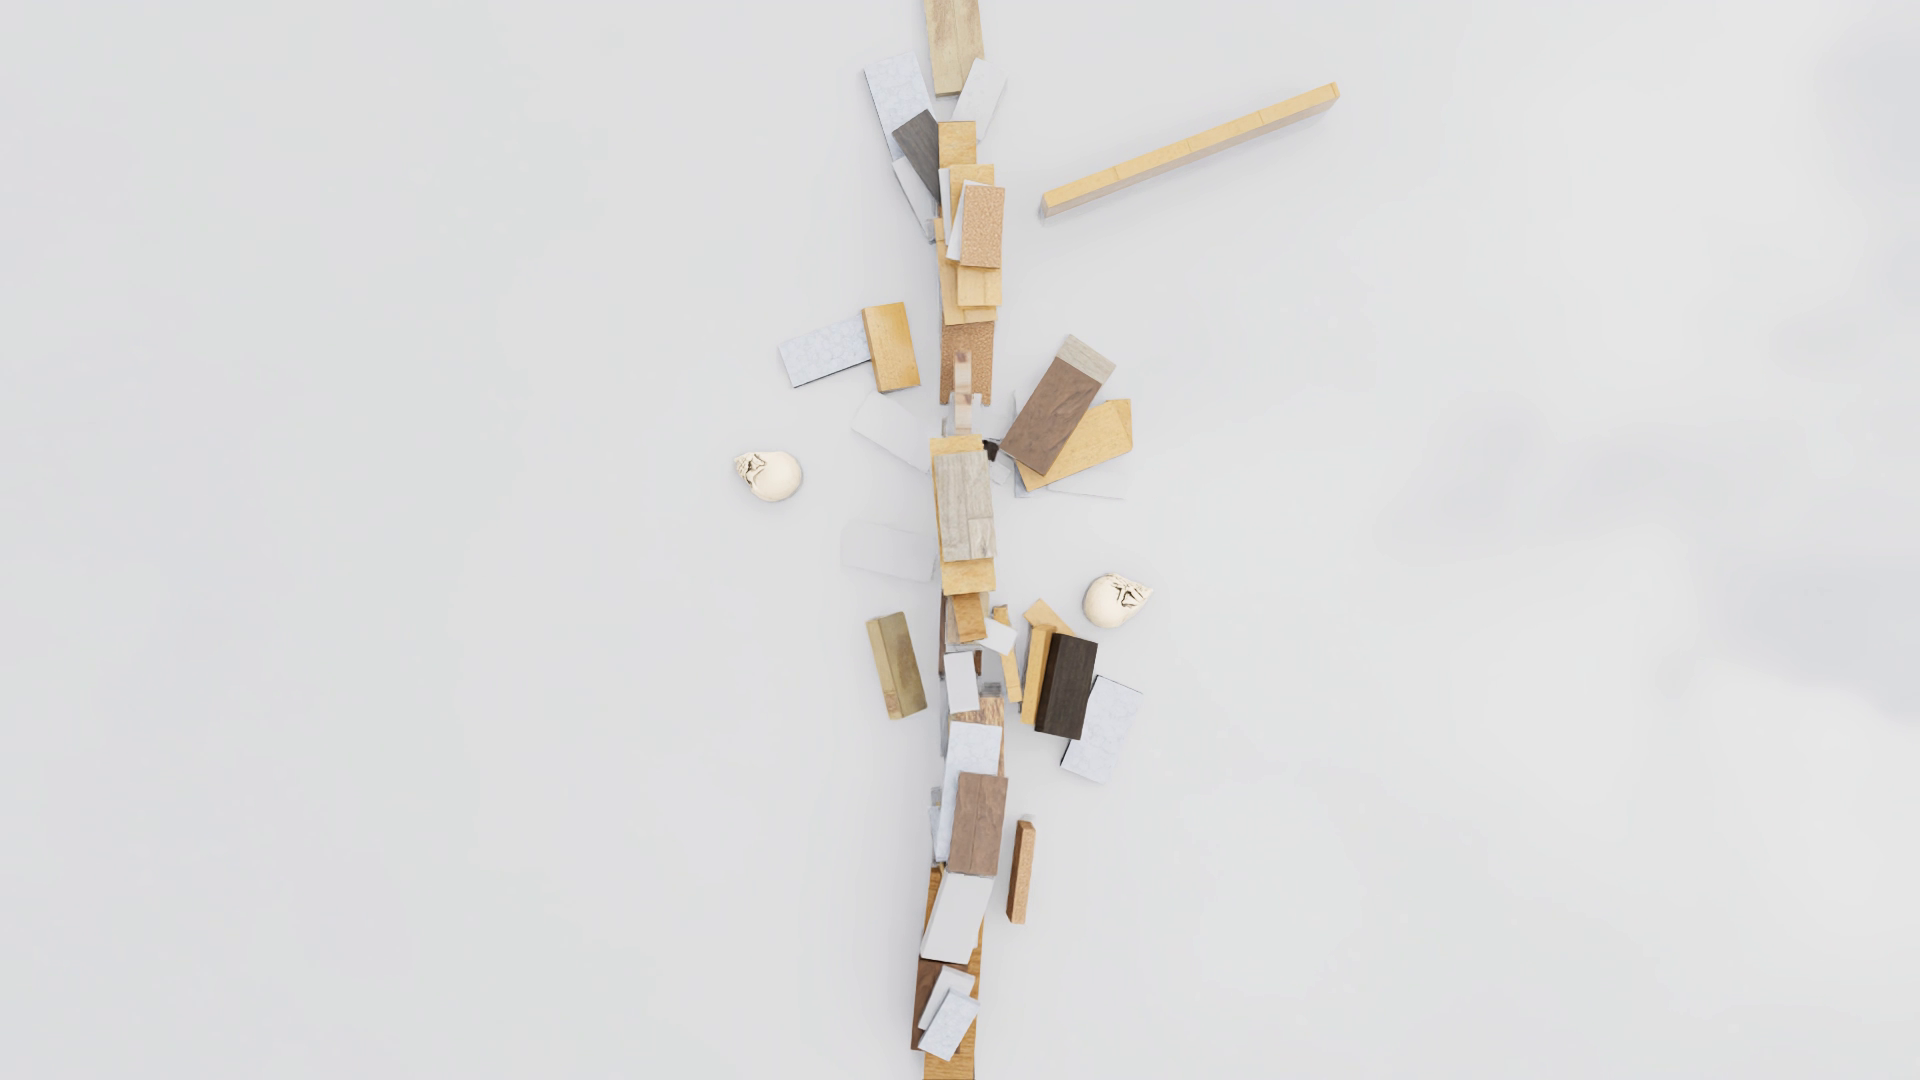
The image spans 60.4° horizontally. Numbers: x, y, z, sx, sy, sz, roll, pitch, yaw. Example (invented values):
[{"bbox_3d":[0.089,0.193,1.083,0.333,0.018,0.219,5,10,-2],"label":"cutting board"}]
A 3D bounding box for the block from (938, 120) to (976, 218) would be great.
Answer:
[{"bbox_3d":[-0.001,-1.039,5.365,0.119,0.034,0.627,-2,110,-2],"label":"block"}]

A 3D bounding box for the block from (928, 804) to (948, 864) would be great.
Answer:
[{"bbox_3d":[-0.045,0.938,5.283,0.089,0.025,0.178,-7,69,-5],"label":"block"}]

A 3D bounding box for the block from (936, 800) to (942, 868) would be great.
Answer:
[{"bbox_3d":[-0.004,0.988,5.351,0.140,0.040,0.280,-1,90,0],"label":"block"}]

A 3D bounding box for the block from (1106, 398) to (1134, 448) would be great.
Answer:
[{"bbox_3d":[0.530,-0.386,5.489,0.081,0.023,0.162,-3,90,0],"label":"block"}]

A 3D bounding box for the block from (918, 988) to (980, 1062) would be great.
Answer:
[{"bbox_3d":[-0.034,1.554,5.287,0.111,0.031,0.222,26,104,-6],"label":"block"}]

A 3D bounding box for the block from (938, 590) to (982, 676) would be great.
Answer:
[{"bbox_3d":[0.003,0.303,5.368,0.138,0.039,0.276,2,67,0],"label":"block"}]

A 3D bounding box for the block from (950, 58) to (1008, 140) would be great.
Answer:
[{"bbox_3d":[0.060,-1.456,5.444,0.119,0.034,0.239,21,106,-8],"label":"block"}]

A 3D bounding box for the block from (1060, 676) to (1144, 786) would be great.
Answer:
[{"bbox_3d":[0.471,0.631,5.477,0.163,0.046,0.327,23,90,0],"label":"block"}]

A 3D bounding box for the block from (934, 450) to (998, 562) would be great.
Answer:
[{"bbox_3d":[0.017,-0.103,5.107,0.166,0.047,0.331,-6,85,0],"label":"block"}]

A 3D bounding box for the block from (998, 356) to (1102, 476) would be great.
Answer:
[{"bbox_3d":[0.296,-0.404,5.410,0.177,0.050,0.355,32,88,6],"label":"block"}]

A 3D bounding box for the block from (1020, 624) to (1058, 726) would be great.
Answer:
[{"bbox_3d":[0.259,0.439,5.406,0.044,0.155,0.310,9,95,17],"label":"block"}]

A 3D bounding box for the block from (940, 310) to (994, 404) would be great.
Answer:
[{"bbox_3d":[0.023,-0.618,5.419,0.170,0.048,0.340,2,110,-1],"label":"block"}]

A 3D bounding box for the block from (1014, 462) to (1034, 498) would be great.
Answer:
[{"bbox_3d":[0.212,-0.201,5.492,0.059,0.017,0.117,-1,90,0],"label":"block"}]

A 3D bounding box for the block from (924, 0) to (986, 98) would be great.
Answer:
[{"bbox_3d":[-0.015,-1.661,5.475,0.177,0.050,0.354,-7,90,0],"label":"block"}]

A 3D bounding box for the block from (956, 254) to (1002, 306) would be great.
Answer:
[{"bbox_3d":[0.060,-0.877,5.189,0.140,0.040,0.279,-1,94,-2],"label":"block"}]

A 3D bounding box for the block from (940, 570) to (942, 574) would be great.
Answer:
[{"bbox_3d":[0.000,0.051,5.444,0.126,0.036,0.251,-1,108,-1],"label":"block"}]

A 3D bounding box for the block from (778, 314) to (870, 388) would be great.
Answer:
[{"bbox_3d":[-0.438,-0.627,5.479,0.297,0.042,0.149,-20,90,0],"label":"block"}]

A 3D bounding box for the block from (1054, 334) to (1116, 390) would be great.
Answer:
[{"bbox_3d":[0.418,-0.593,5.487,0.188,0.027,0.094,34,90,0],"label":"block"}]

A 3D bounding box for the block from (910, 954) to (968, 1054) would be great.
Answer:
[{"bbox_3d":[-0.067,1.505,5.347,0.162,0.046,0.323,5,105,0],"label":"block"}]

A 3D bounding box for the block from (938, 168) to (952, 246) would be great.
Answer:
[{"bbox_3d":[0.003,-1.064,5.250,0.119,0.034,0.238,-5,94,-2],"label":"block"}]

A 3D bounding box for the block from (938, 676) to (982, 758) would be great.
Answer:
[{"bbox_3d":[0.003,0.582,5.436,0.138,0.039,0.276,-1,109,0],"label":"block"}]

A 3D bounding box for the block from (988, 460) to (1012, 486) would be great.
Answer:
[{"bbox_3d":[0.107,-0.237,5.492,0.117,0.017,0.059,32,90,0],"label":"block"}]

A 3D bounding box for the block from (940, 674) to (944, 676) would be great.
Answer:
[{"bbox_3d":[0.002,0.400,5.446,0.138,0.039,0.276,0,99,-1],"label":"block"}]

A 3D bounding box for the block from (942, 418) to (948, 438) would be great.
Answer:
[{"bbox_3d":[-0.003,-0.300,5.447,0.103,0.029,0.207,-3,102,-2],"label":"block"}]

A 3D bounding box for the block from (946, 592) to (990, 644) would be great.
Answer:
[{"bbox_3d":[0.025,0.193,5.209,0.132,0.037,0.264,0,100,-4],"label":"block"}]

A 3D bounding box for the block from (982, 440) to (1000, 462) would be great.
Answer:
[{"bbox_3d":[0.068,-0.305,5.474,0.117,0.017,0.059,17,90,18],"label":"block"}]

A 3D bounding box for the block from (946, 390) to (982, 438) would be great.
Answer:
[{"bbox_3d":[0.009,-0.379,5.394,0.104,0.029,0.207,6,86,2],"label":"block"}]

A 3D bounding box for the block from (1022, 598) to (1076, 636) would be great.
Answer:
[{"bbox_3d":[0.297,0.283,5.488,0.085,0.024,0.169,-44,90,0],"label":"block"}]

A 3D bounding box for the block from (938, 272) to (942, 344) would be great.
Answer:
[{"bbox_3d":[0.014,-0.815,5.402,0.170,0.048,0.340,-1,110,-2],"label":"block"}]

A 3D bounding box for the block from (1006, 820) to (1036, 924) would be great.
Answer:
[{"bbox_3d":[0.201,1.090,5.421,0.044,0.155,0.310,7,90,-4],"label":"block"}]

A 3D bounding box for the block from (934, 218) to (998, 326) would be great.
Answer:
[{"bbox_3d":[0.018,-0.868,5.305,0.170,0.048,0.340,-6,94,-2],"label":"block"}]

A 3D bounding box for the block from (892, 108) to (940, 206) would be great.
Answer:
[{"bbox_3d":[-0.086,-1.248,5.382,0.141,0.040,0.282,-34,91,-2],"label":"block"}]

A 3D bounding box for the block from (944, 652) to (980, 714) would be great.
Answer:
[{"bbox_3d":[0.004,0.454,5.264,0.094,0.027,0.187,-7,85,-1],"label":"block"}]
